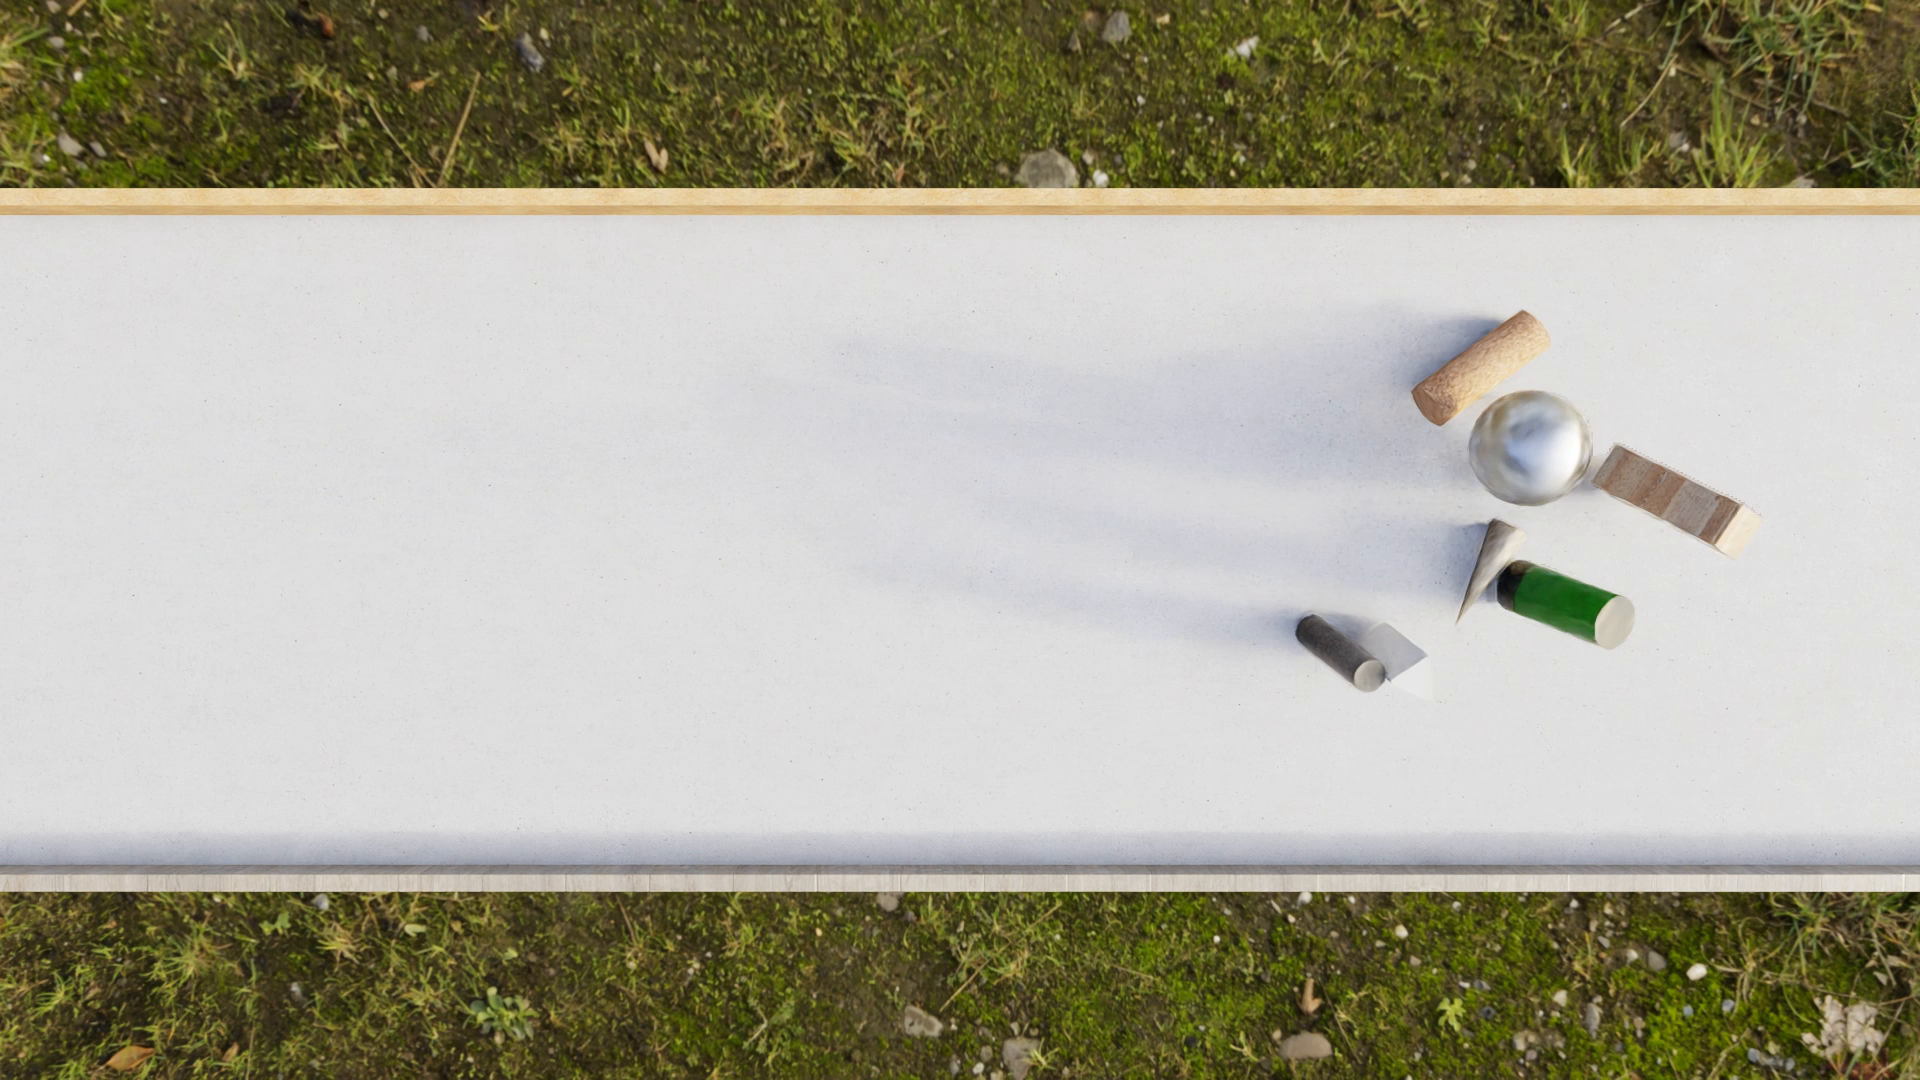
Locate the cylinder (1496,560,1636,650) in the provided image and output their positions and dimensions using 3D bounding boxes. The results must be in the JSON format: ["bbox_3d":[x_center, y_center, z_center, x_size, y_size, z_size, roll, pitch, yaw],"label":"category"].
[{"bbox_3d":[1.784,0.187,4.872,0.161,0.381,0.161,-8,109,-26],"label":"cylinder"}]

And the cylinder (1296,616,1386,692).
[{"bbox_3d":[1.123,0.333,4.882,0.100,0.381,0.100,-4,108,-14],"label":"cylinder"}]

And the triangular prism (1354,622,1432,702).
[{"bbox_3d":[1.293,0.340,4.867,0.134,0.390,0.116,25,99,-9],"label":"triangular prism"}]

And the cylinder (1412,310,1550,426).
[{"bbox_3d":[1.573,-0.519,4.984,0.409,0.142,0.142,-35,90,-6],"label":"cylinder"}]

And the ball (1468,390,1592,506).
[{"bbox_3d":[1.638,-0.264,4.745,0.336,0.336,0.336,0,90,0],"label":"ball"}]

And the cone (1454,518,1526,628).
[{"bbox_3d":[1.581,0.119,5.005,0.116,0.116,0.356,30,86,0],"label":"cone"}]

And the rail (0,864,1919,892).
[{"bbox_3d":[-2.247,1.025,5.001,12.000,0.150,0.050,0,90,0],"label":"rail"}]

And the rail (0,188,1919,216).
[{"bbox_3d":[-2.247,-1.025,5.002,12.000,0.150,0.050,0,90,0],"label":"rail"}]

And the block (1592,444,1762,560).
[{"bbox_3d":[2.096,-0.114,4.840,0.135,0.450,0.135,24,101,-39],"label":"block"}]
